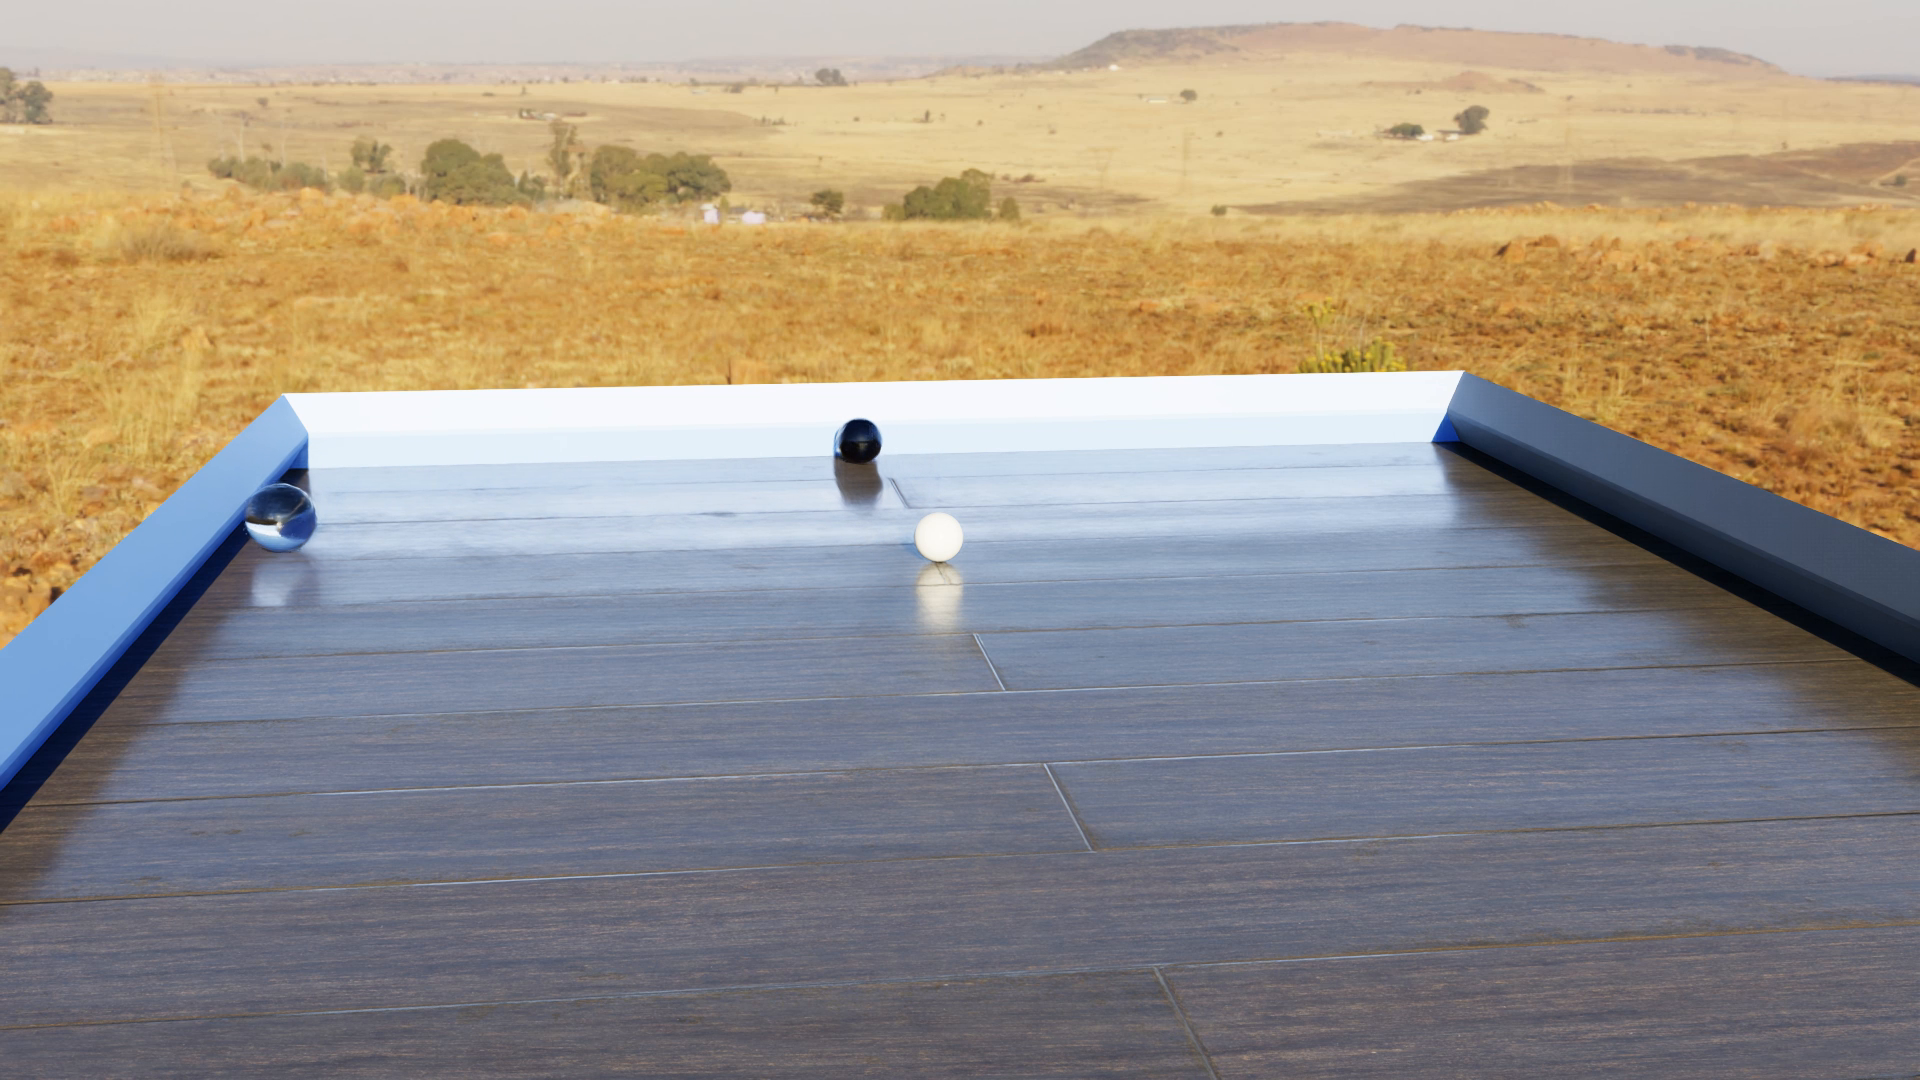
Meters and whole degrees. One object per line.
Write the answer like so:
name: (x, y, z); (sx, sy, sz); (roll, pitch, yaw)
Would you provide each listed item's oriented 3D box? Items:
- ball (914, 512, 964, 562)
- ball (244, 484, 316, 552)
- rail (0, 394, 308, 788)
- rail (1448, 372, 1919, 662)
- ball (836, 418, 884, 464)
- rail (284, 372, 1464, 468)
ball: (-0.029, -0.004, 3.025); (0.068, 0.068, 0.068); (0, 12, 0)
ball: (-0.952, -0.031, 3.082); (0.097, 0.097, 0.097); (0, 12, 0)
rail: (-0.882, 0.189, 2.020); (0.045, 0.126, 3.472); (-2, 13, -7)
rail: (1.112, 0.131, 2.279); (0.045, 0.126, 3.472); (-2, 13, -7)
ball: (-0.171, -0.170, 3.748); (0.080, 0.080, 0.080); (0, 12, 0)
rail: (-0.112, -0.207, 3.806); (2.059, 0.126, 0.045); (-2, 13, -7)
